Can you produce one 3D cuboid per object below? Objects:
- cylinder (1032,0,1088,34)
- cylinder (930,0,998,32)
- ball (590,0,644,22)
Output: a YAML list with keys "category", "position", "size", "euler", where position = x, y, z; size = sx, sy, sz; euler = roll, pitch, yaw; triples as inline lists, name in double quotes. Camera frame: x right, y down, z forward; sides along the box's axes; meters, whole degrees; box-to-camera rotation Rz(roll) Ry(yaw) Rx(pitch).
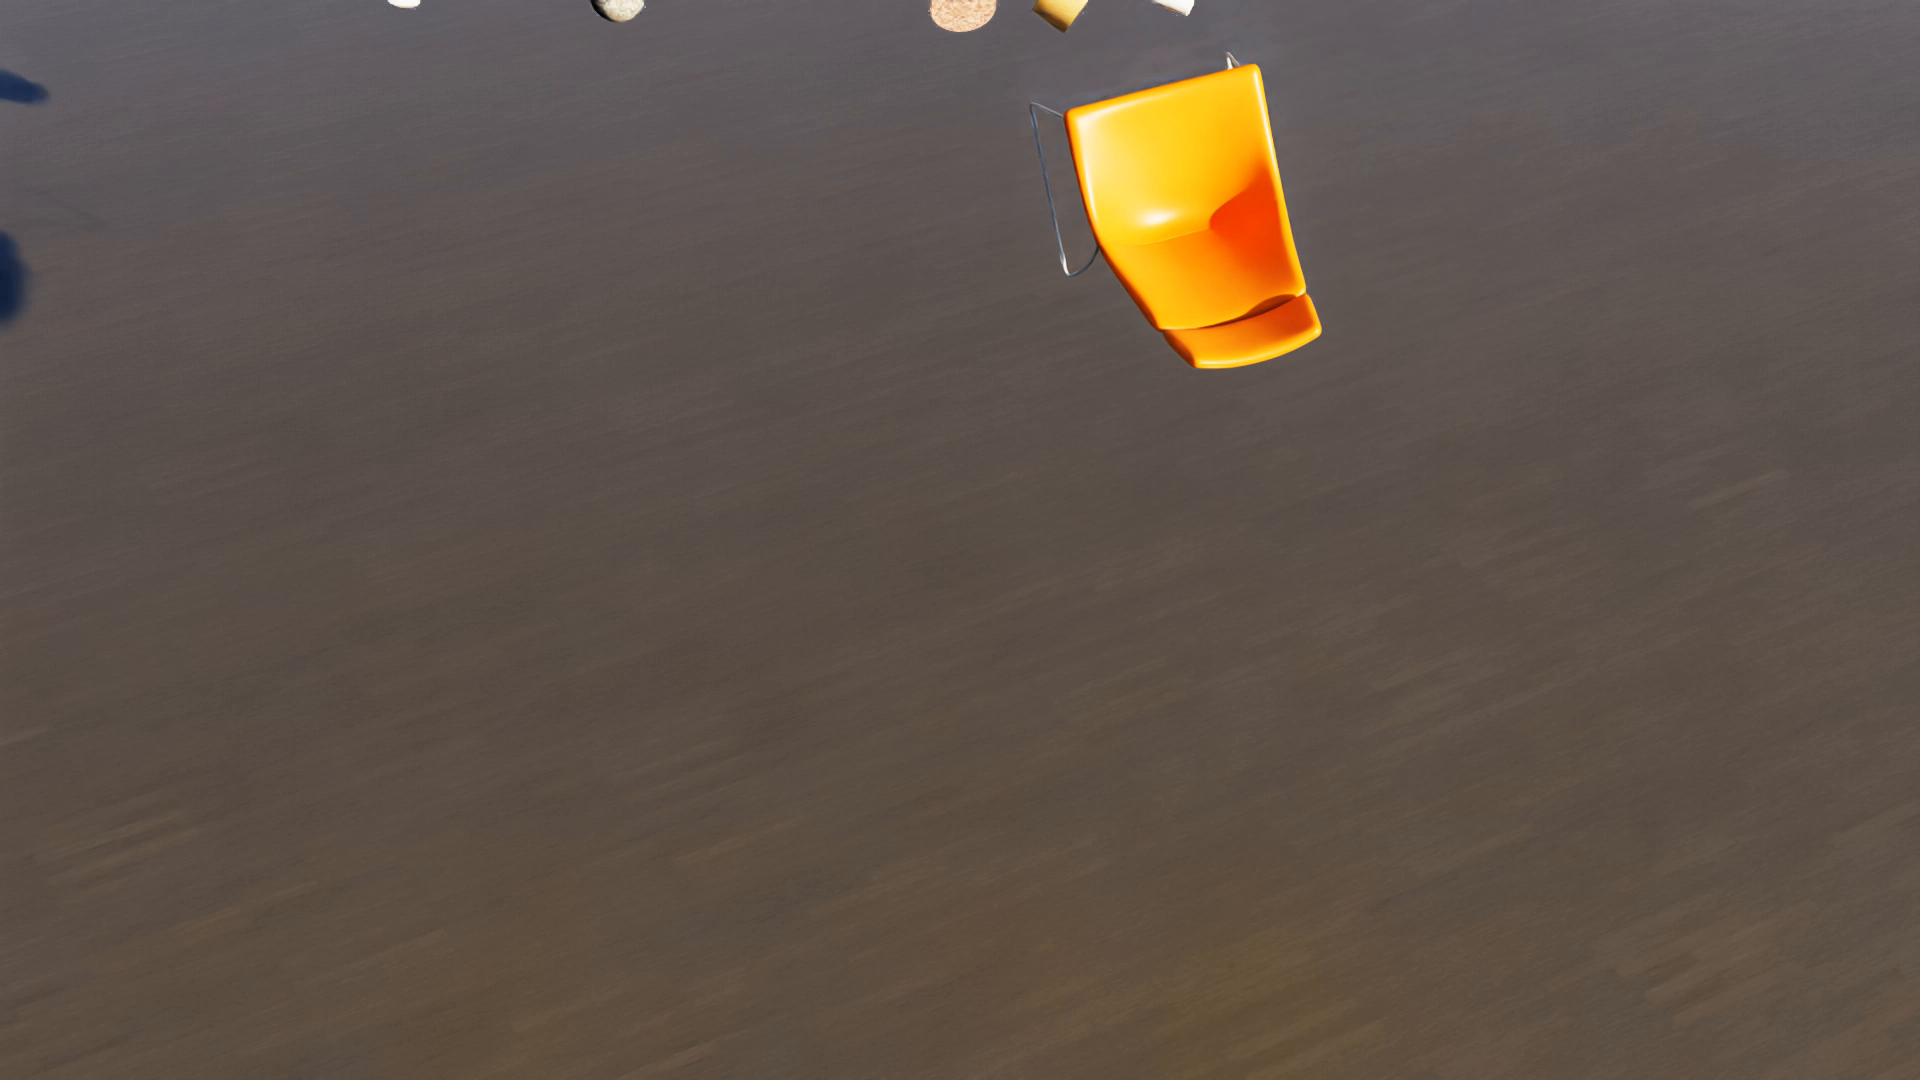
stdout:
- category: "cylinder"
  position: [0.362, -1.828, 9.827]
  size: [0.133, 0.221, 0.230]
  euler: [36, 59, -3]
- category: "cylinder"
  position: [0.018, -1.835, 9.943]
  size: [0.235, 0.184, 0.105]
  euler: [-17, 36, 23]
- category: "ball"
  position: [-1.020, -1.625, 8.732]
  size: [0.165, 0.165, 0.165]
  euler: [0, 33, 0]
